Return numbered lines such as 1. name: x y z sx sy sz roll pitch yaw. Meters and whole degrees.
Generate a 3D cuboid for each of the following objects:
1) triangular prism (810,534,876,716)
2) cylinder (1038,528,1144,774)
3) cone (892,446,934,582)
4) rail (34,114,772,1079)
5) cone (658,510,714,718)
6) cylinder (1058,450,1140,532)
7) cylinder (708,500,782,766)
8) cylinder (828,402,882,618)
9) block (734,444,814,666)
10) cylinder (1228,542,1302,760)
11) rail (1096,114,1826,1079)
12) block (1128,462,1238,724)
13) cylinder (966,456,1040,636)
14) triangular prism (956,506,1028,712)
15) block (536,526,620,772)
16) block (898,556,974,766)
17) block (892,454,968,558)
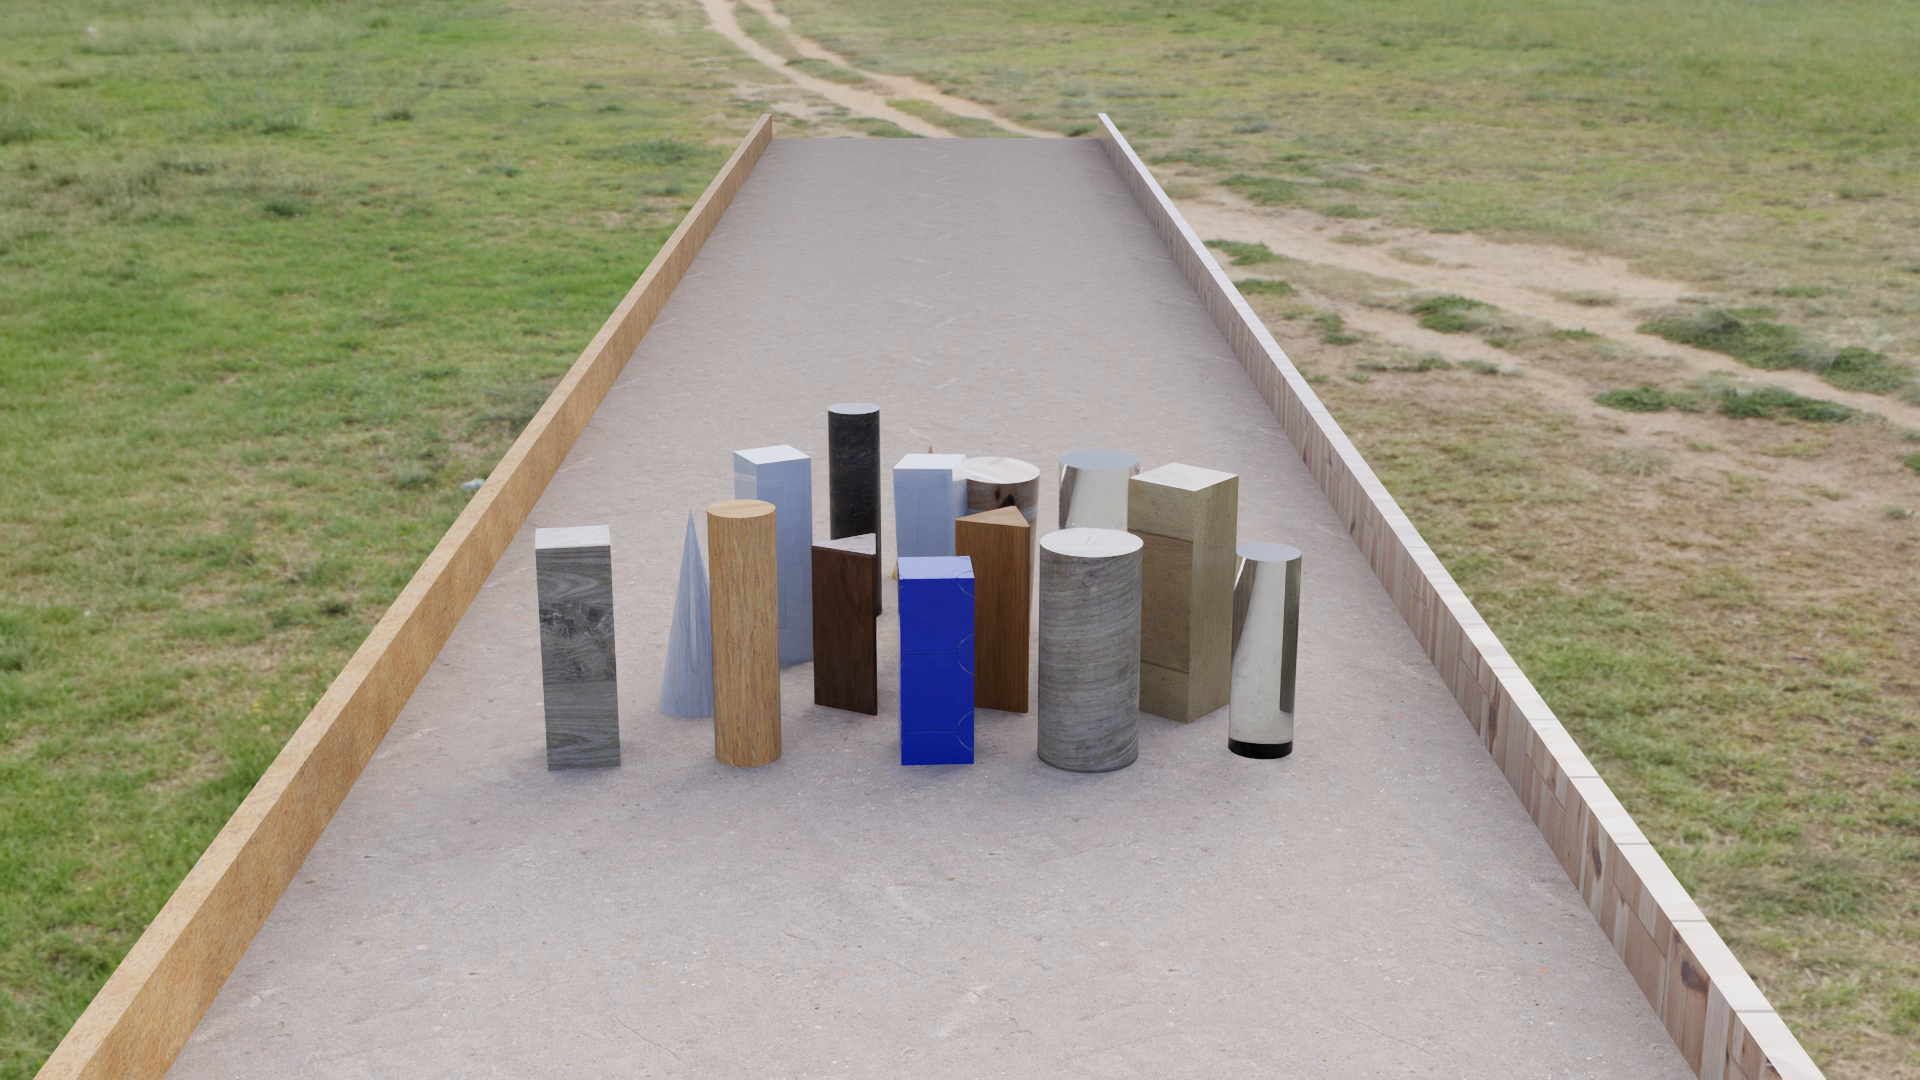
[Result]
1. triangular prism: -0.191 0.154 4.157 0.135 0.316 0.117 8 19 26
2. cylinder: 0.229 0.193 3.881 0.180 0.396 0.180 0 17 0
3. cone: -0.065 -0.067 4.916 0.175 0.305 0.175 0 17 0
4. rail: -1.118 -0.838 7.780 0.050 0.150 12.000 0 17 -1
5. cone: -0.499 0.125 4.125 0.149 0.389 0.149 0 17 0
6. cylinder: 0.272 0.044 4.347 0.157 0.417 0.157 0 16 0
7. cylinder: -0.378 0.165 3.871 0.118 0.457 0.118 0 17 0
8. cylinder: -0.221 -0.060 4.643 0.109 0.448 0.109 0 17 0
9. block: -0.369 0.033 4.379 0.116 0.420 0.116 -9 19 -27
10. cylinder: 0.542 0.198 3.916 0.116 0.368 0.116 0 17 0
11. rail: 0.932 -0.844 7.801 0.050 0.150 12.000 0 17 -1
12. block: 0.412 0.098 4.112 0.146 0.448 0.146 13 21 38
13. cylinder: 0.067 0.022 4.519 0.176 0.350 0.176 2 20 -1
14. triangular prism: 0.080 0.127 4.160 0.143 0.365 0.124 6 18 19
15. block: -0.672 0.190 3.874 0.127 0.407 0.127 -3 17 -10
16. block: -0.043 0.214 3.902 0.129 0.345 0.129 -1 17 -3
17. block: -0.052 0.036 4.395 0.120 0.399 0.120 1 16 13
